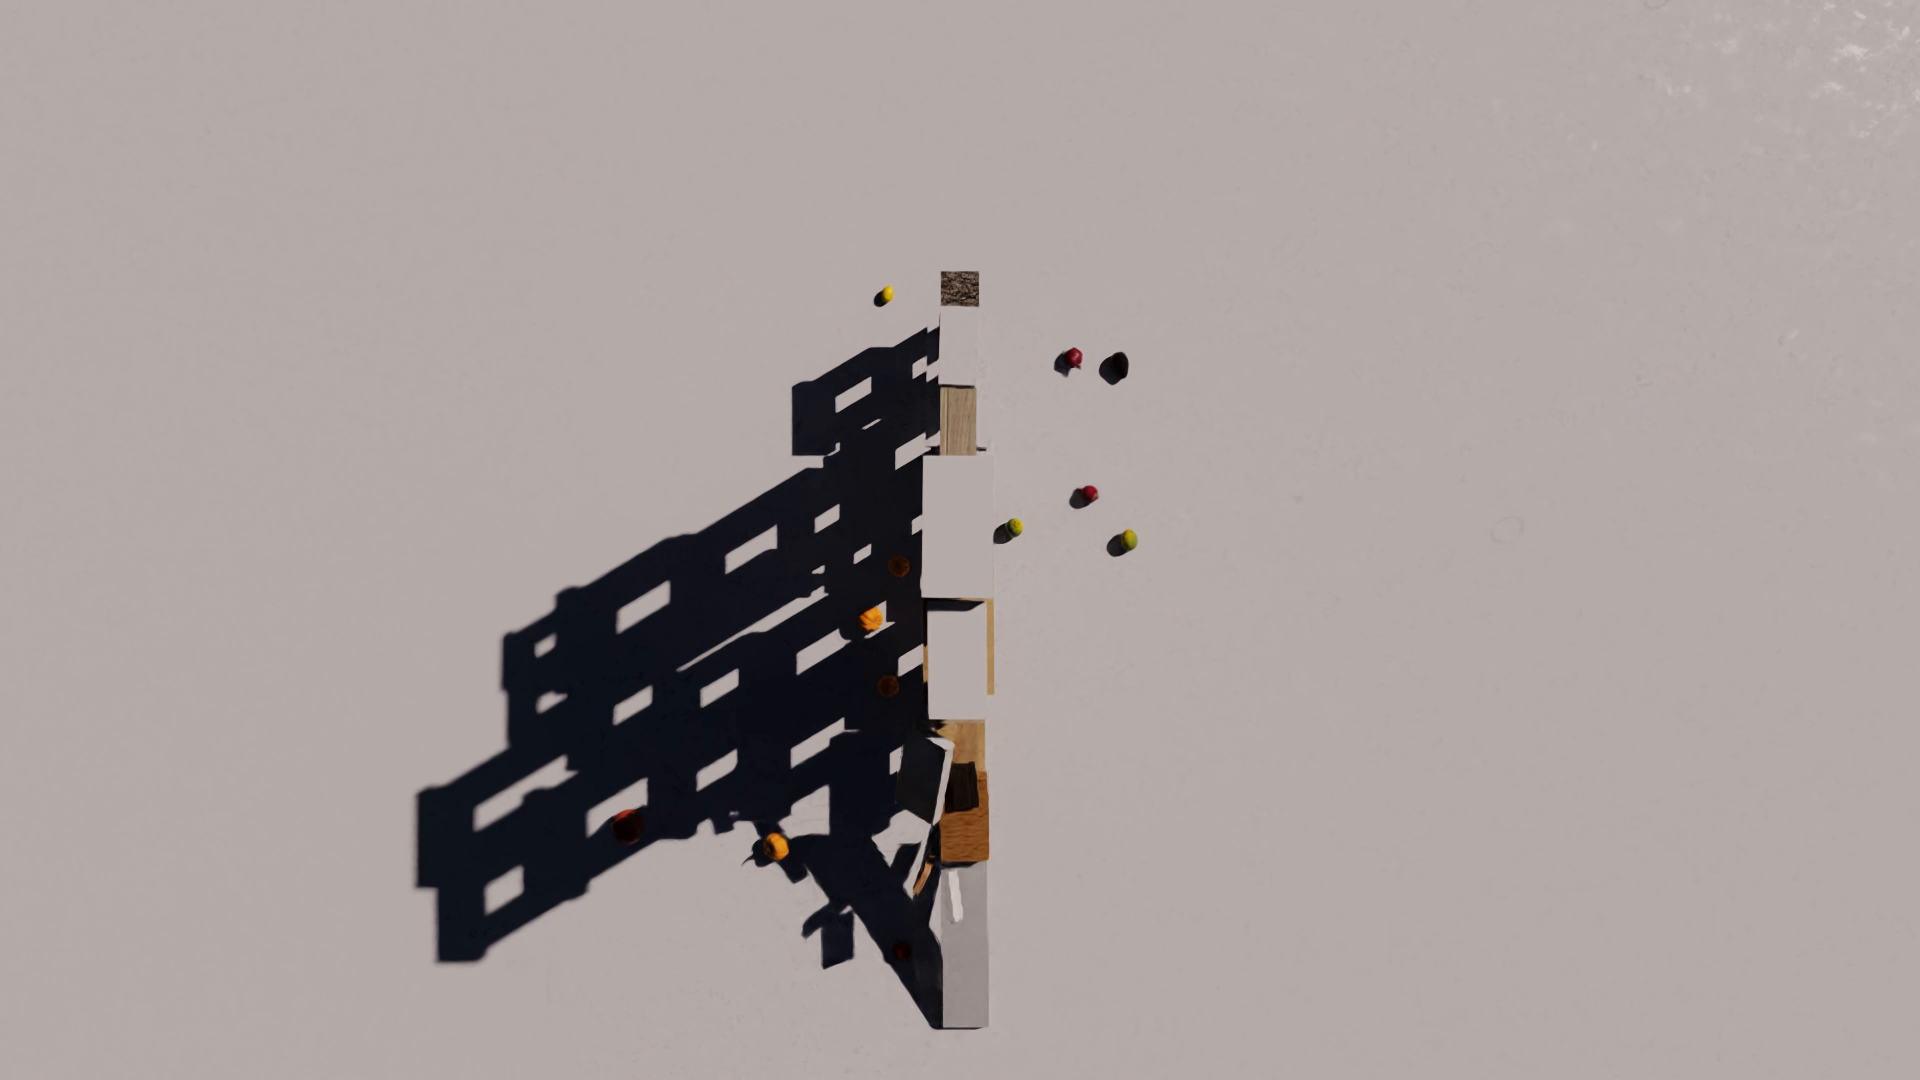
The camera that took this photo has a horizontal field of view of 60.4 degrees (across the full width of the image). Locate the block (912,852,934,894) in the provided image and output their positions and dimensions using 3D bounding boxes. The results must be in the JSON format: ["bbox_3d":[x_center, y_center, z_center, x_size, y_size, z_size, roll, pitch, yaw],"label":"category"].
[{"bbox_3d":[-0.113,1.046,5.171,0.021,0.150,0.075,29,106,-1],"label":"block"}]

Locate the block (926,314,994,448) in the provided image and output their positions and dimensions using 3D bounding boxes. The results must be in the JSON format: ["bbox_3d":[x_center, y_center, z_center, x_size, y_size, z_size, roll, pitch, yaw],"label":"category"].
[{"bbox_3d":[-0.001,-0.407,4.230,0.169,0.048,0.338,1,90,0],"label":"block"}]

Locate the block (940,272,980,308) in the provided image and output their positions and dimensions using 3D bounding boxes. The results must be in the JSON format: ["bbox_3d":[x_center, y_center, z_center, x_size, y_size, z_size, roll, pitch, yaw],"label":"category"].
[{"bbox_3d":[0.000,-0.697,5.003,0.116,0.033,0.231,0,90,0],"label":"block"}]

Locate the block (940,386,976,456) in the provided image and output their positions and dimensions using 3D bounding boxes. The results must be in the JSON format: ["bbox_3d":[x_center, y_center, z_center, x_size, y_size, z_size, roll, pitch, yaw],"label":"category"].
[{"bbox_3d":[-0.004,-0.283,4.018,0.088,0.025,0.176,1,90,0],"label":"block"}]

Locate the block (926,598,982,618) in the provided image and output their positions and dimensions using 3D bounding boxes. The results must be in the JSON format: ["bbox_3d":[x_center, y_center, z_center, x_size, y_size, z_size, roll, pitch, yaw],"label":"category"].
[{"bbox_3d":[-0.009,0.171,3.967,0.136,0.272,0.039,-11,90,0],"label":"block"}]

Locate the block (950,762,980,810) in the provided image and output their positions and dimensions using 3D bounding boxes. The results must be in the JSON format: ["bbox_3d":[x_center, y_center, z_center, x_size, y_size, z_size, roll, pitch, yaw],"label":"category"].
[{"bbox_3d":[0.015,0.744,4.994,0.075,0.021,0.150,-5,116,1],"label":"block"}]

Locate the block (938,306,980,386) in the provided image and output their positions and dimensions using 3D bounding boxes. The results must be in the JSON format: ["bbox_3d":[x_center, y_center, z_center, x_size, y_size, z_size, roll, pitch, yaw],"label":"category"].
[{"bbox_3d":[-0.003,-0.471,4.004,0.095,0.027,0.189,2,90,0],"label":"block"}]

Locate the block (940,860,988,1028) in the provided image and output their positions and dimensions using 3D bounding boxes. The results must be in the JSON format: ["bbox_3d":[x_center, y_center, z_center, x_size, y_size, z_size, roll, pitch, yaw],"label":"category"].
[{"bbox_3d":[0.014,1.186,5.286,0.149,0.042,0.931,-1,115,-1],"label":"block"}]

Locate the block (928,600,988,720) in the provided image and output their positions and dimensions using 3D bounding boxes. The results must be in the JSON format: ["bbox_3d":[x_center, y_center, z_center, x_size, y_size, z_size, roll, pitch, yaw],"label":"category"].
[{"bbox_3d":[-0.006,0.276,3.811,0.136,0.039,0.272,-1,90,0],"label":"block"}]

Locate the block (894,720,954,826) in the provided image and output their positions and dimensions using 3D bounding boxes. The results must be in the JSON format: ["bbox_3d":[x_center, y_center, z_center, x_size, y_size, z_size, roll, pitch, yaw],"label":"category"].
[{"bbox_3d":[-0.109,0.706,4.988,0.149,0.042,0.299,28,126,27],"label":"block"}]

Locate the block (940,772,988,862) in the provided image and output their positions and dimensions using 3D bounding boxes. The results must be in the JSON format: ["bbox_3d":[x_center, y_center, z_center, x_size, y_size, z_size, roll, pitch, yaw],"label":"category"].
[{"bbox_3d":[0.012,0.854,5.081,0.149,0.042,0.299,-2,115,-1],"label":"block"}]

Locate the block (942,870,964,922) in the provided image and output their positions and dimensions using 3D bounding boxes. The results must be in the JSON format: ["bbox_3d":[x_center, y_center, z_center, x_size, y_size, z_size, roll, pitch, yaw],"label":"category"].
[{"bbox_3d":[-0.023,1.103,5.108,0.021,0.075,0.150,-11,82,21],"label":"block"}]

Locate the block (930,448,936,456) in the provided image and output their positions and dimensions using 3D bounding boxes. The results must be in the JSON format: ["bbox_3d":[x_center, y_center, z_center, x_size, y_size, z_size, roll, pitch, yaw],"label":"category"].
[{"bbox_3d":[-0.005,-0.380,4.613,0.149,0.042,0.298,1,90,0],"label":"block"}]

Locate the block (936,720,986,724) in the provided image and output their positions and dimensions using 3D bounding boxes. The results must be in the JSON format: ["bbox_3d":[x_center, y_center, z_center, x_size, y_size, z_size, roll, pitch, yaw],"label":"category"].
[{"bbox_3d":[0.002,0.392,4.831,0.143,0.041,0.286,0,90,0],"label":"block"}]

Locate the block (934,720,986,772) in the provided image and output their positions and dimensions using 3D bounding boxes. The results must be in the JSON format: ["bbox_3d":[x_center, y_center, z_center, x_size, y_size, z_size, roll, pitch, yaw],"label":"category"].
[{"bbox_3d":[-0.001,0.613,5.159,0.159,0.045,0.318,0,90,0],"label":"block"}]

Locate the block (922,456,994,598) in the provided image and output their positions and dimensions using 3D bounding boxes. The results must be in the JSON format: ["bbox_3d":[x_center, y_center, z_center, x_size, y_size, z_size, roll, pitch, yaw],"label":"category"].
[{"bbox_3d":[-0.005,-0.029,3.757,0.161,0.046,0.322,1,90,0],"label":"block"}]

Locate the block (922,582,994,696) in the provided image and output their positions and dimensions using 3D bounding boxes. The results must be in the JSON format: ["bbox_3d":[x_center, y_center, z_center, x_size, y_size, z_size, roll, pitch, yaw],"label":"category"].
[{"bbox_3d":[-0.004,0.209,4.128,0.176,0.050,0.353,0,90,0],"label":"block"}]

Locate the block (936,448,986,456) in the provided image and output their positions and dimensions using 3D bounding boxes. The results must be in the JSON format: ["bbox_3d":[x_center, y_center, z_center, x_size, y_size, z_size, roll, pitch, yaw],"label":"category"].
[{"bbox_3d":[0.003,-0.104,4.241,0.130,0.037,0.260,1,90,0],"label":"block"}]
